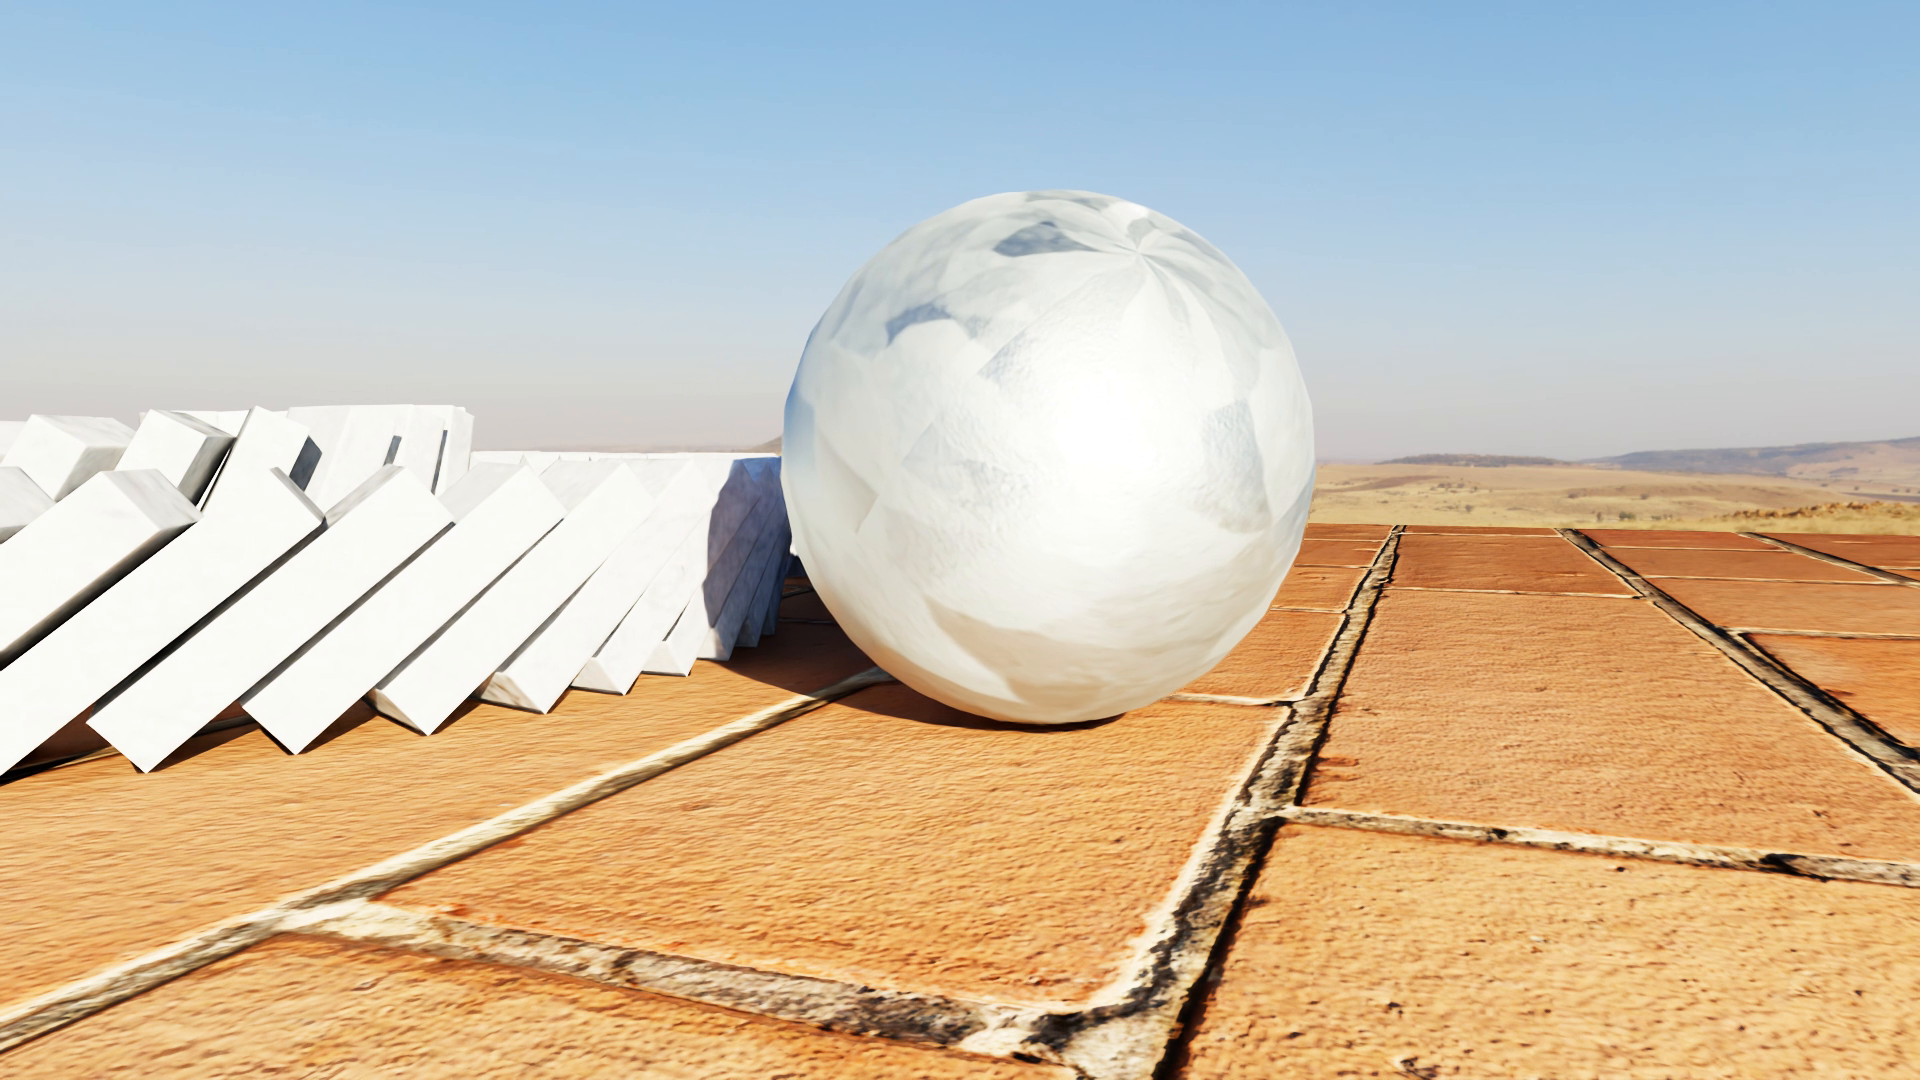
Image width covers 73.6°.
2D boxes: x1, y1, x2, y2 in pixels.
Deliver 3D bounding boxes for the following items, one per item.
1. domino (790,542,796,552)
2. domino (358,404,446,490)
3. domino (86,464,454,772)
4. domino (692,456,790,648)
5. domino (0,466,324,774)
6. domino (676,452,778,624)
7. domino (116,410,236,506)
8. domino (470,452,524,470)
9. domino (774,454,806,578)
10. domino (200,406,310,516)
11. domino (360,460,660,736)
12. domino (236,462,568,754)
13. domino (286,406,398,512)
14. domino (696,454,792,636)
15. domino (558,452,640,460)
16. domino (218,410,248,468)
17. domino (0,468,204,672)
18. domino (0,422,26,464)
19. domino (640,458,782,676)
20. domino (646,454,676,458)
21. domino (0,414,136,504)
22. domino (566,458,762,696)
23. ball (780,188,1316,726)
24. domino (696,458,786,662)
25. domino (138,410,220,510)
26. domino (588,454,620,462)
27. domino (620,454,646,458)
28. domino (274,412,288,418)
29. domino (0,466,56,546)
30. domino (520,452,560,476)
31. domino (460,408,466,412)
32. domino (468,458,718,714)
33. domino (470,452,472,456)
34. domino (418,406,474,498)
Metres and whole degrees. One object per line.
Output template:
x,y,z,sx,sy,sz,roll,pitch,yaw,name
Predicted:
-0.047,-0.008,0.416,0.025,0.009,0.050,-4,44,-44,domino
-0.125,-0.003,0.266,0.025,0.050,0.009,2,-13,22,domino
-0.097,0.009,0.183,0.050,0.009,0.025,-45,24,-19,domino
-0.052,0.001,0.285,0.025,0.009,0.050,1,45,8,domino
-0.111,0.010,0.174,0.050,0.009,0.025,-43,20,-16,domino
-0.058,-0.001,0.317,0.025,0.009,0.050,0,45,-9,domino
-0.150,0.001,0.231,0.009,0.050,0.025,29,-5,-18,domino
-0.125,-0.007,0.386,0.050,0.009,0.025,47,25,20,domino
-0.060,-0.009,0.426,0.025,0.009,0.050,-5,45,-48,domino
-0.138,0.000,0.239,0.010,0.050,0.025,27,-10,-30,domino
-0.074,0.007,0.206,0.025,0.010,0.050,5,47,47,domino
-0.085,0.008,0.194,0.050,0.009,0.025,-47,28,-23,domino
-0.130,-0.001,0.252,0.025,0.050,0.009,3,-17,37,domino
-0.053,0.000,0.301,0.025,0.009,0.050,1,45,2,domino
-0.096,-0.005,0.370,0.025,0.009,0.050,-3,46,-40,domino
-0.176,-0.007,0.318,0.009,0.050,0.025,-7,7,-31,domino
-0.125,0.011,0.166,0.050,0.010,0.025,-42,15,-11,domino
-0.179,0.003,0.221,0.009,0.050,0.025,35,8,4,domino
-0.056,0.004,0.253,0.025,0.010,0.050,2,44,19,domino
-0.066,-0.002,0.332,0.025,0.009,0.050,-2,45,-20,domino
-0.164,0.002,0.225,0.009,0.050,0.025,32,0,-8,domino
-0.060,0.005,0.236,0.025,0.009,0.050,2,45,29,domino
0.013,-0.012,0.196,0.080,0.080,0.080,0,4,0,ball
-0.054,0.003,0.269,0.025,0.009,0.050,1,45,14,domino
-0.186,-0.005,0.307,0.025,0.050,0.009,4,6,42,domino
-0.085,-0.004,0.358,0.025,0.009,0.050,-3,46,-34,domino
-0.075,-0.003,0.346,0.025,0.009,0.050,-2,45,-27,domino
-0.160,-0.007,0.321,0.009,0.050,0.025,-3,4,5,domino
-0.140,0.011,0.159,0.050,0.009,0.025,-41,11,-6,domino
-0.109,-0.006,0.380,0.025,0.010,0.050,-4,47,-47,domino
-0.126,-0.005,0.295,0.025,0.050,0.009,-1,-7,-18,domino
-0.066,0.006,0.221,0.025,0.009,0.050,3,46,36,domino
-0.142,-0.007,0.389,0.050,0.009,0.025,43,16,12,domino
-0.122,-0.004,0.280,0.025,0.050,0.009,1,-9,8,domino
